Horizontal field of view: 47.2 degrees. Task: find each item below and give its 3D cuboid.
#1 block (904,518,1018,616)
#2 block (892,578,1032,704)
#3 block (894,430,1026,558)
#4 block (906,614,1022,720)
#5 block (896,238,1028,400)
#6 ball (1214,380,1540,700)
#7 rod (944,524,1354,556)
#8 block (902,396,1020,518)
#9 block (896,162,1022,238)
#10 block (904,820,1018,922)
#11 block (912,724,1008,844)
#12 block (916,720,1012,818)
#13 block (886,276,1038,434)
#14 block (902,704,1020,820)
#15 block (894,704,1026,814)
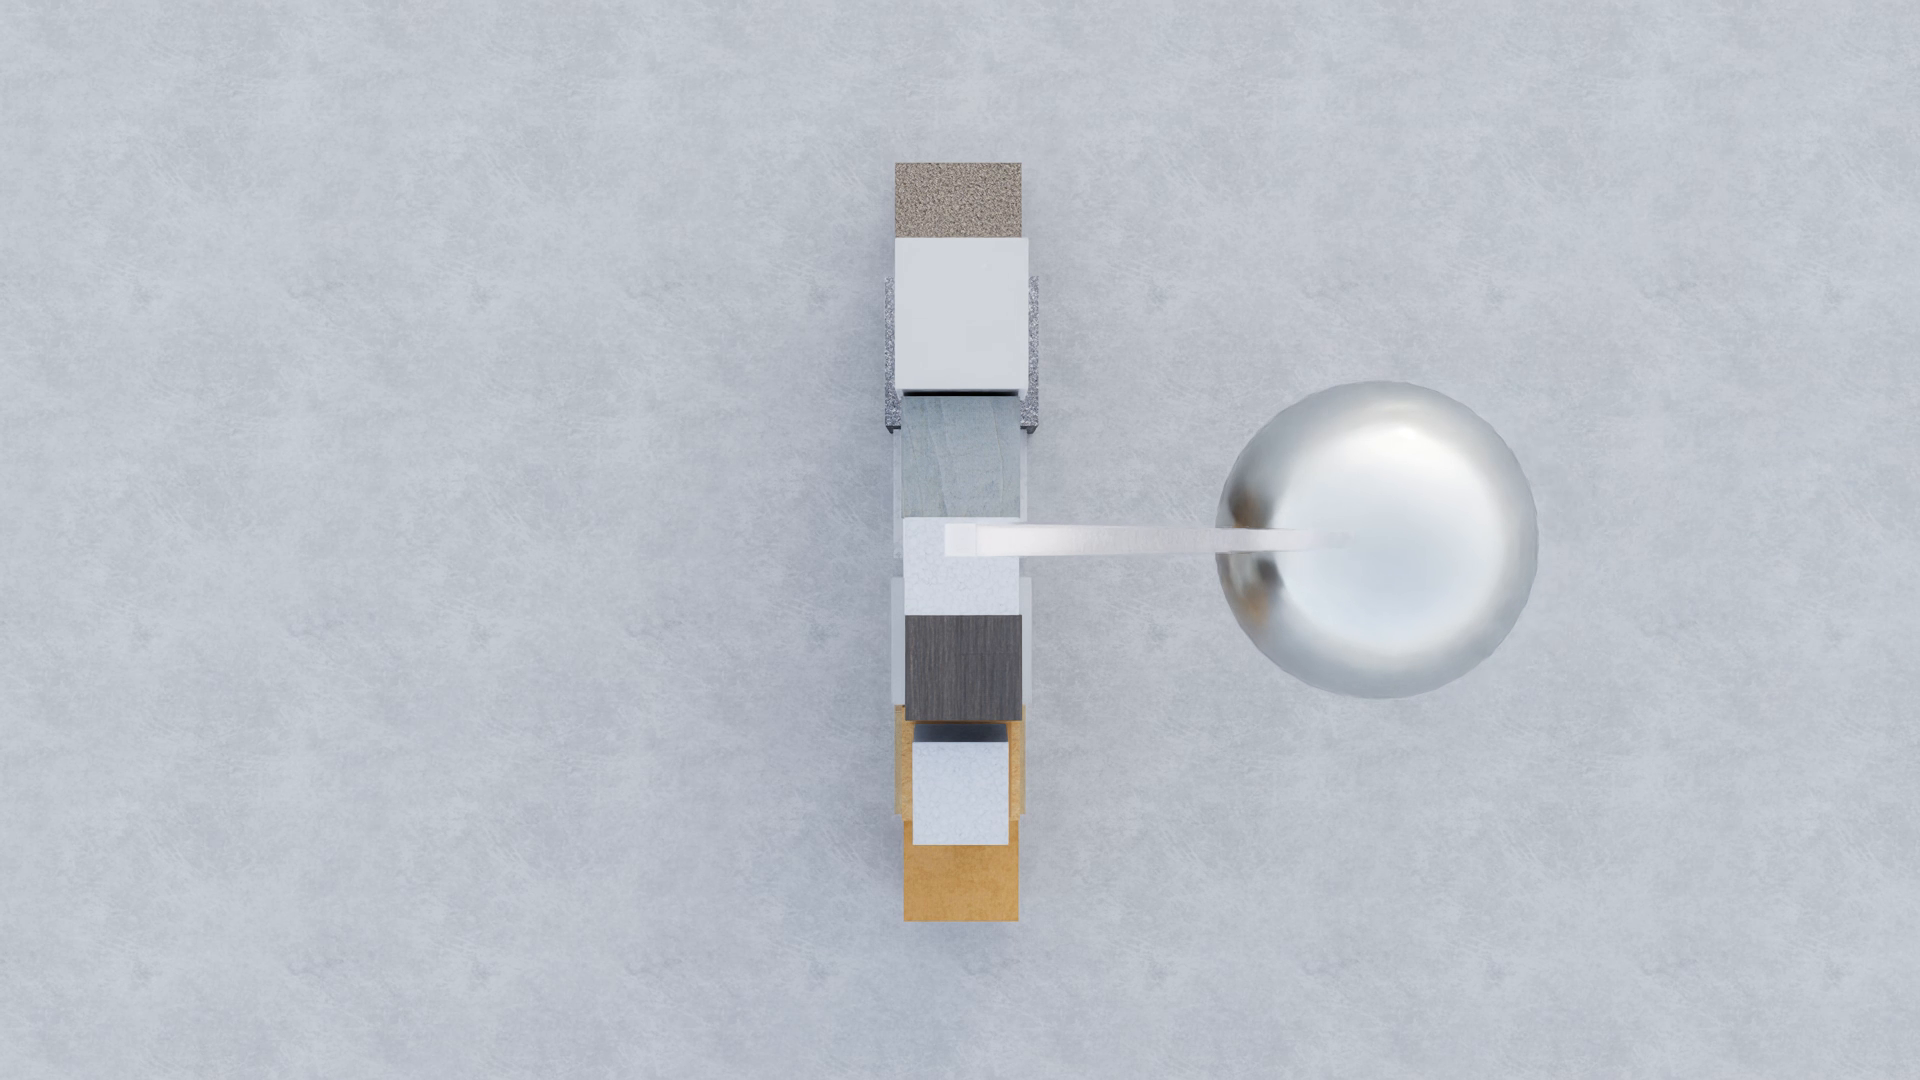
[{"bbox_3d":[0.008,0.128,10.579,0.537,0.472,0.458,0,89,0],"label":"block"},{"bbox_3d":[0.006,0.503,11.154,0.688,0.694,0.625,0,89,0],"label":"block"},{"bbox_3d":[0.001,-0.258,12.646,0.746,0.708,0.720,0,90,0],"label":"block"},{"bbox_3d":[0.017,0.605,10.562,0.550,0.486,0.496,0,89,0],"label":"block"},{"bbox_3d":[0.008,-1.055,10.617,0.622,0.666,0.707,0,89,0],"label":"block"},{"bbox_3d":[2.074,0.000,10.999,1.600,1.600,1.600,0,90,0],"label":"ball"},{"bbox_3d":[0.899,0.000,7.809,0.080,5.200,0.080,0,90,20],"label":"rod"},{"bbox_3d":[0.003,-0.392,10.681,0.563,0.533,0.576,0,90,0],"label":"block"},{"bbox_3d":[-0.009,-1.794,12.707,0.715,0.586,0.674,0,90,0],"label":"block"},{"bbox_3d":[0.007,1.831,12.643,0.642,0.714,0.600,0,90,0],"label":"block"},{"bbox_3d":[0.003,1.189,10.776,0.457,0.559,0.495,0,95,0],"label":"block"},{"bbox_3d":[0.018,1.116,11.282,0.480,0.463,0.525,0,95,0],"label":"block"},{"bbox_3d":[0.010,-1.037,12.531,0.842,0.939,0.818,0,90,0],"label":"block"},{"bbox_3d":[0.004,1.175,11.863,0.620,0.659,0.593,0,90,0],"label":"block"},{"bbox_3d":[0.000,1.131,12.596,0.723,0.808,0.781,0,90,0],"label":"block"}]
